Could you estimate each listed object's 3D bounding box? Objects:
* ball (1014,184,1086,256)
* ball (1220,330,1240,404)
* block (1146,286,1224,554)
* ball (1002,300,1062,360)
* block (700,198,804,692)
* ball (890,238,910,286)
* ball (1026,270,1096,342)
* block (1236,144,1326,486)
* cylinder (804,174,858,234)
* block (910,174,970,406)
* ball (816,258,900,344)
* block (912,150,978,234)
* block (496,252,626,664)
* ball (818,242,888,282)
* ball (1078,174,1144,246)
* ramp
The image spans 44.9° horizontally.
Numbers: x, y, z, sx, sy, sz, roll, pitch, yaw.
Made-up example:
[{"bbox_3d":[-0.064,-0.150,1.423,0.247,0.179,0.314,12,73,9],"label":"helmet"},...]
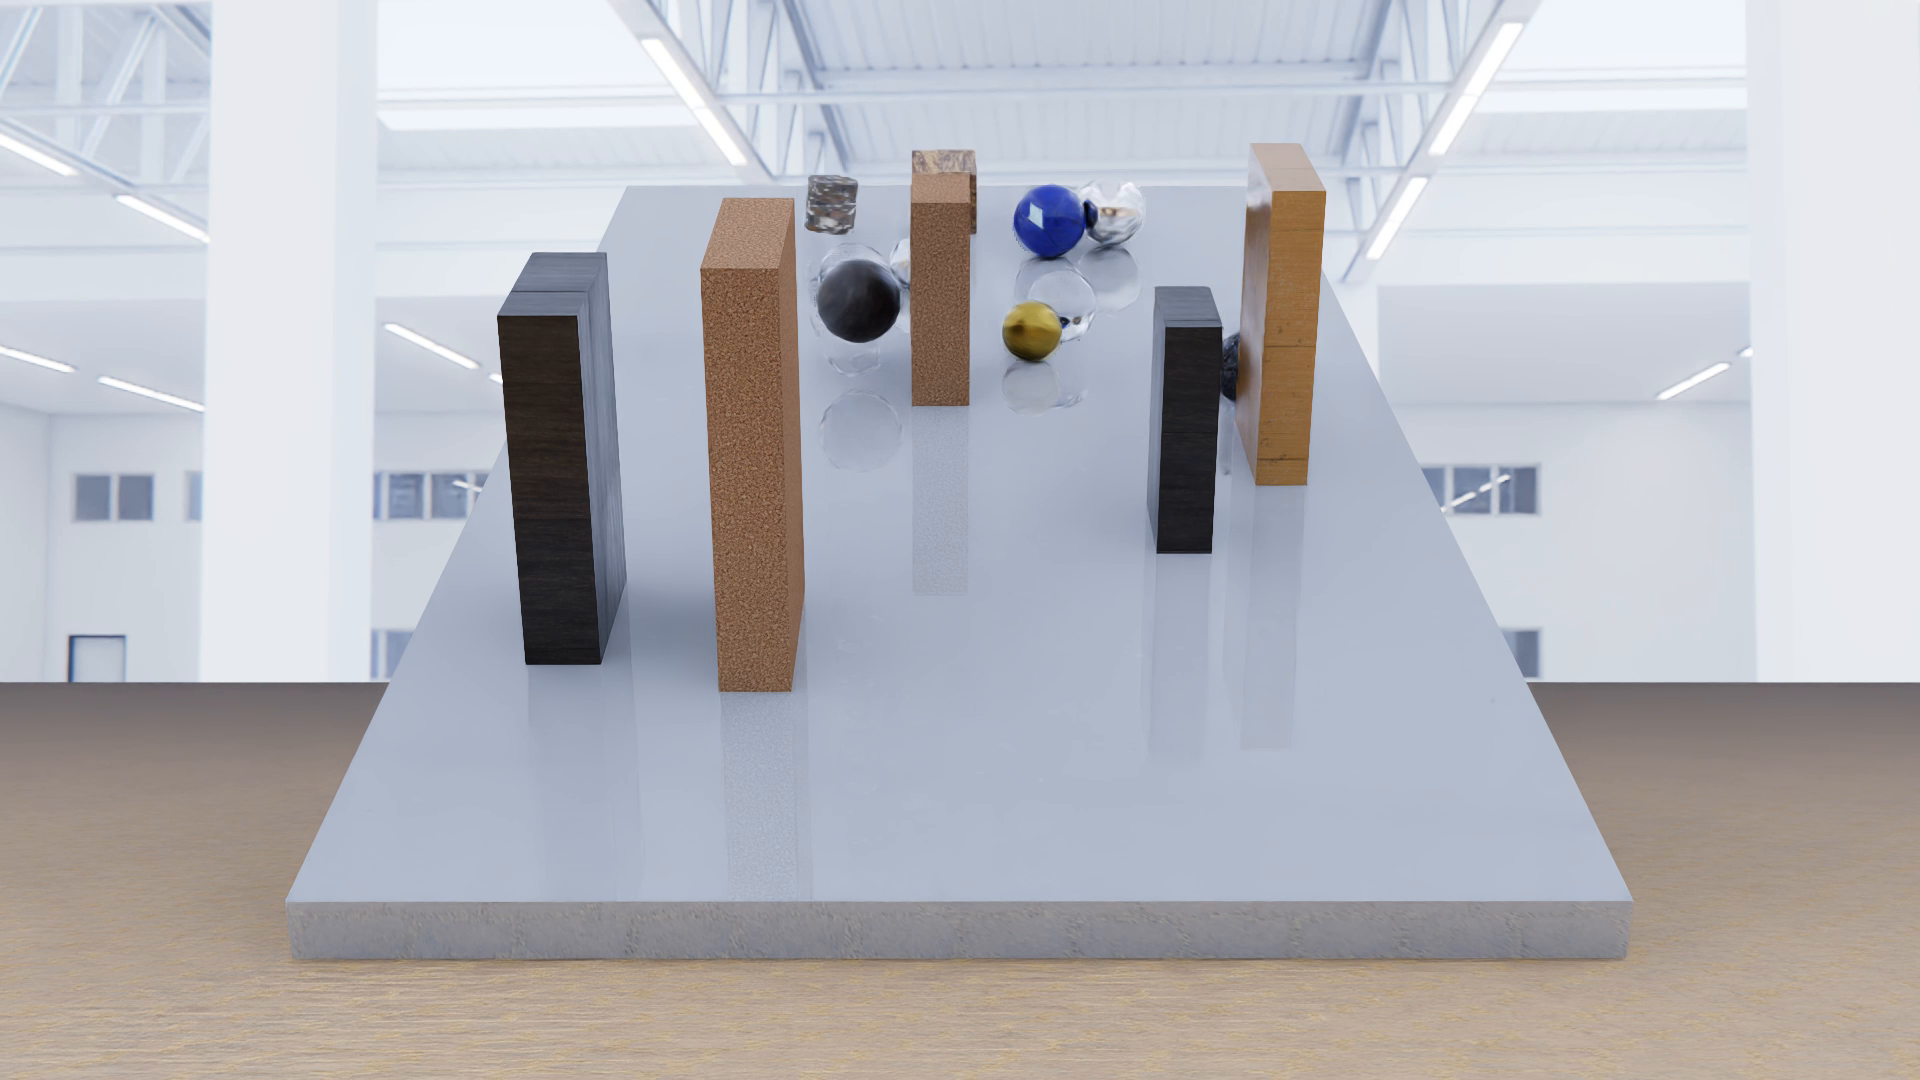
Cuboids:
[{"bbox_3d":[0.248,-0.881,6.403,0.199,0.199,0.199,0,-3,0],"label":"ball"},{"bbox_3d":[0.669,-0.393,5.322,0.184,0.184,0.184,0,-3,0],"label":"ball"},{"bbox_3d":[0.443,-0.240,4.618,0.109,0.471,0.255,0,24,0],"label":"block"},{"bbox_3d":[0.174,-0.506,5.621,0.146,0.146,0.146,0,-3,0],"label":"ball"},{"bbox_3d":[-0.358,-0.172,4.093,0.126,0.768,0.423,0,24,0],"label":"block"},{"bbox_3d":[-0.122,-0.737,6.159,0.131,0.131,0.131,0,-3,0],"label":"ball"},{"bbox_3d":[0.249,-0.578,5.745,0.177,0.177,0.177,0,-3,0],"label":"ball"},{"bbox_3d":[0.680,-0.486,4.969,0.109,0.639,0.386,0,24,0],"label":"block"},{"bbox_3d":[-0.353,-0.921,6.378,0.137,0.137,0.137,5,19,-2],"label":"cylinder"},{"bbox_3d":[-0.045,-0.579,5.370,0.134,0.481,0.247,0,24,0],"label":"block"},{"bbox_3d":[-0.241,-0.569,5.529,0.200,0.200,0.200,0,-3,0],"label":"ball"},{"bbox_3d":[-0.046,-0.995,6.648,0.182,0.182,0.182,-1,32,-2],"label":"block"},{"bbox_3d":[-0.708,-0.150,4.183,0.135,0.654,0.364,0,24,0],"label":"block"},{"bbox_3d":[-0.274,-0.674,5.959,0.178,0.178,0.178,0,-3,0],"label":"ball"},{"bbox_3d":[0.419,-0.922,6.492,0.195,0.195,0.195,0,-3,0],"label":"ball"},{"bbox_3d":[-0.008,-0.228,5.295,2.000,0.100,4.000,0,24,0],"label":"ramp"}]
